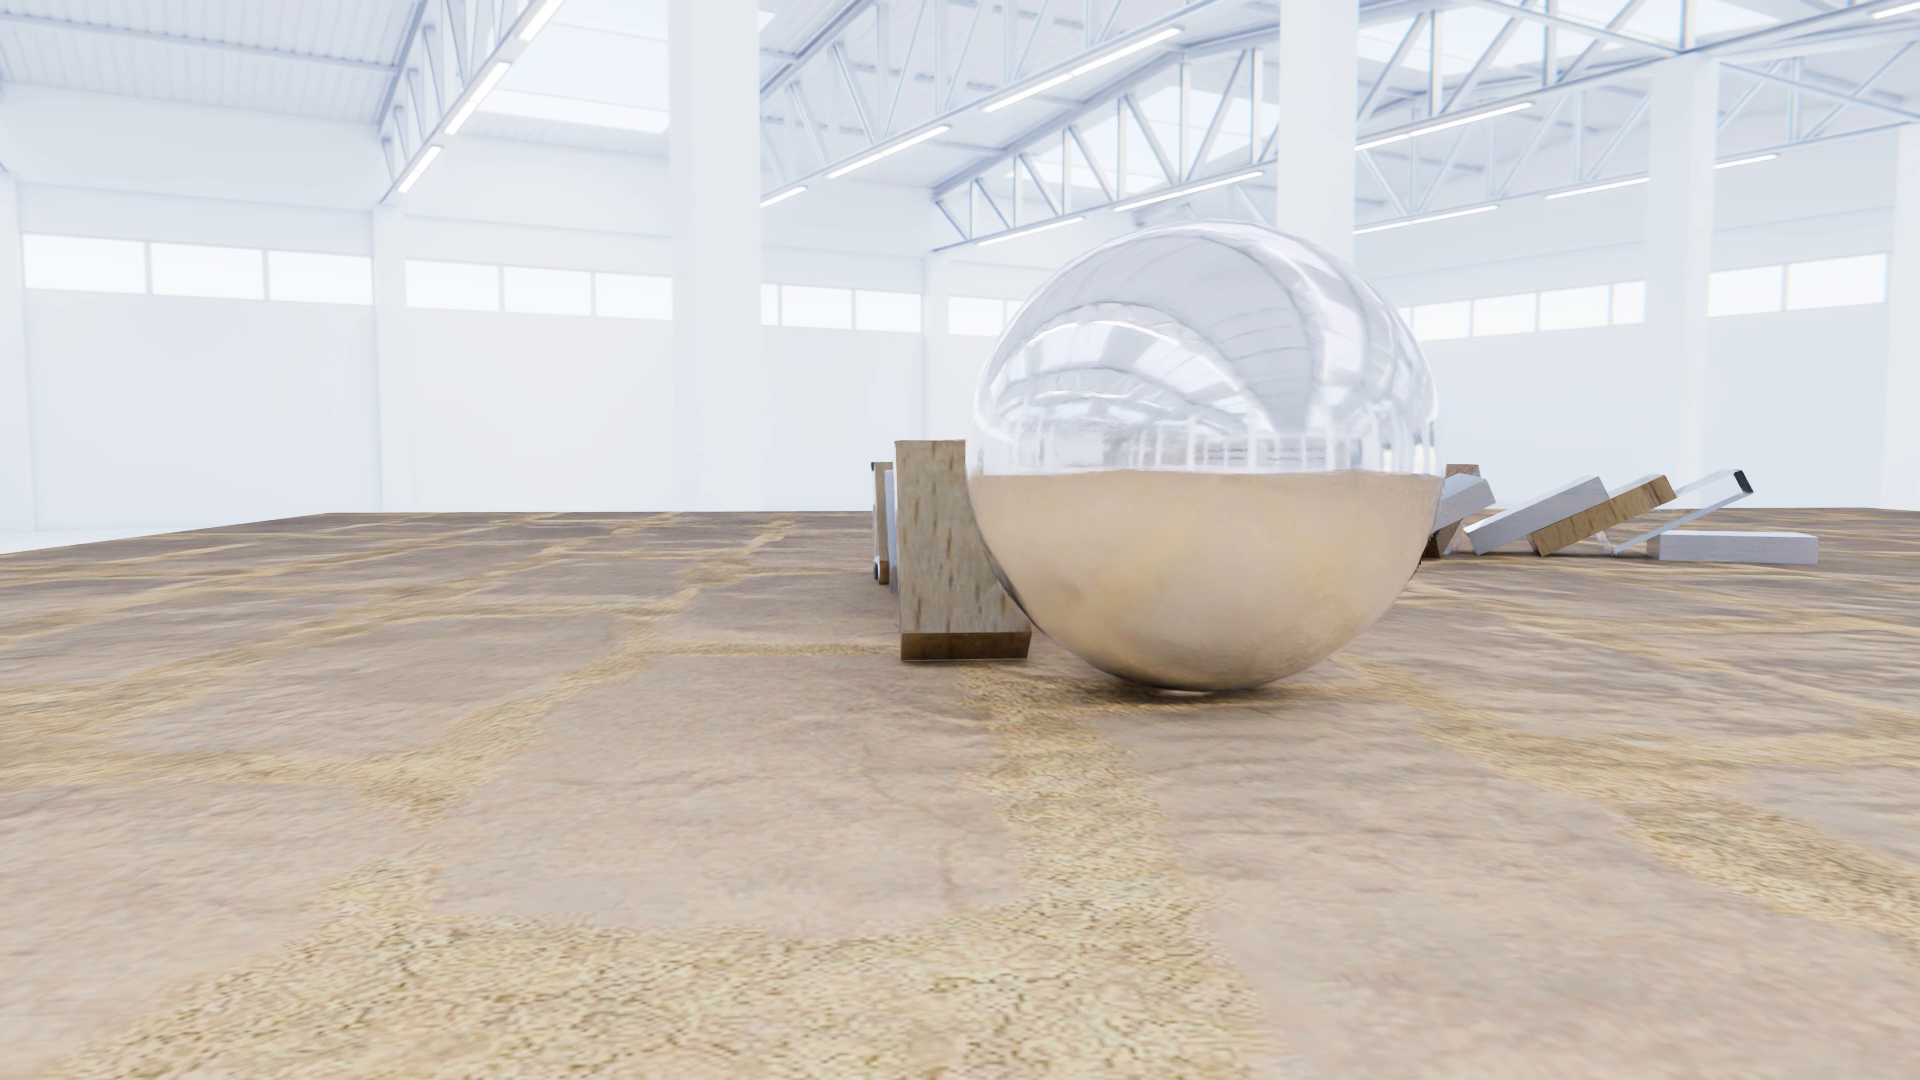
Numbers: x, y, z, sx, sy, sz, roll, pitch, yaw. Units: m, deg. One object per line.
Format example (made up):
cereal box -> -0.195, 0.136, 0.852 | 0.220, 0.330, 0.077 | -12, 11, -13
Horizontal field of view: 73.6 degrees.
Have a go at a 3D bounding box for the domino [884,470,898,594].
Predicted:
domino -> -0.009, -0.003, 0.383 | 0.025, 0.010, 0.050 | 0, 36, -5

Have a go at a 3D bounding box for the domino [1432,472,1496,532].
domino -> 0.167, -0.009, 0.471 | 0.050, 0.010, 0.025 | -25, 7, 3

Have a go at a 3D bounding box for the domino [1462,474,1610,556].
domino -> 0.221, -0.010, 0.494 | 0.050, 0.009, 0.025 | -26, -4, 18

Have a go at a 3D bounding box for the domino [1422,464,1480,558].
domino -> 0.181, -0.012, 0.497 | 0.025, 0.010, 0.050 | 4, 38, 41

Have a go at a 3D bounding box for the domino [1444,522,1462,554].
domino -> 0.188, -0.001, 0.522 | 0.025, 0.010, 0.050 | 2, 5, 26

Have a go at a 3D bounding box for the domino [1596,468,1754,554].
domino -> 0.266, -0.011, 0.480 | 0.050, 0.010, 0.025 | -27, -5, 17

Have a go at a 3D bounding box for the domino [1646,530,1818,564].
domino -> 0.284, 0.002, 0.474 | 0.050, 0.009, 0.025 | 1, 5, 18

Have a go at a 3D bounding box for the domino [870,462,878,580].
domino -> -0.016, -0.007, 0.419 | 0.025, 0.010, 0.050 | -1, 39, -5

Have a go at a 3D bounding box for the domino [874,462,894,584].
domino -> -0.014, -0.006, 0.403 | 0.025, 0.010, 0.050 | -1, 39, -5

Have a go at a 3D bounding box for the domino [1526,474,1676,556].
domino -> 0.242, -0.010, 0.487 | 0.050, 0.009, 0.025 | -27, -4, 17

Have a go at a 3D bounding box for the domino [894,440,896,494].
domino -> -0.002, -0.002, 0.304 | 0.025, 0.050, 0.010 | -2, -38, -6

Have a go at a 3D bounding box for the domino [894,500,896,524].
domino -> -0.005, -0.002, 0.365 | 0.025, 0.009, 0.050 | 0, 36, -5

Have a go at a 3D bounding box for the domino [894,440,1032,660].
domino -> 0.000, 0.001, 0.265 | 0.025, 0.050, 0.010 | 0, -38, -5

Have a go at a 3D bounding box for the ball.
ball -> 0.041, -0.014, 0.220 | 0.080, 0.080, 0.080 | 0, 4, 0

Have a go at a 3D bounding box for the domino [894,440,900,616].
domino -> -0.001, 0.000, 0.278 | 0.025, 0.050, 0.010 | 0, -38, -5
